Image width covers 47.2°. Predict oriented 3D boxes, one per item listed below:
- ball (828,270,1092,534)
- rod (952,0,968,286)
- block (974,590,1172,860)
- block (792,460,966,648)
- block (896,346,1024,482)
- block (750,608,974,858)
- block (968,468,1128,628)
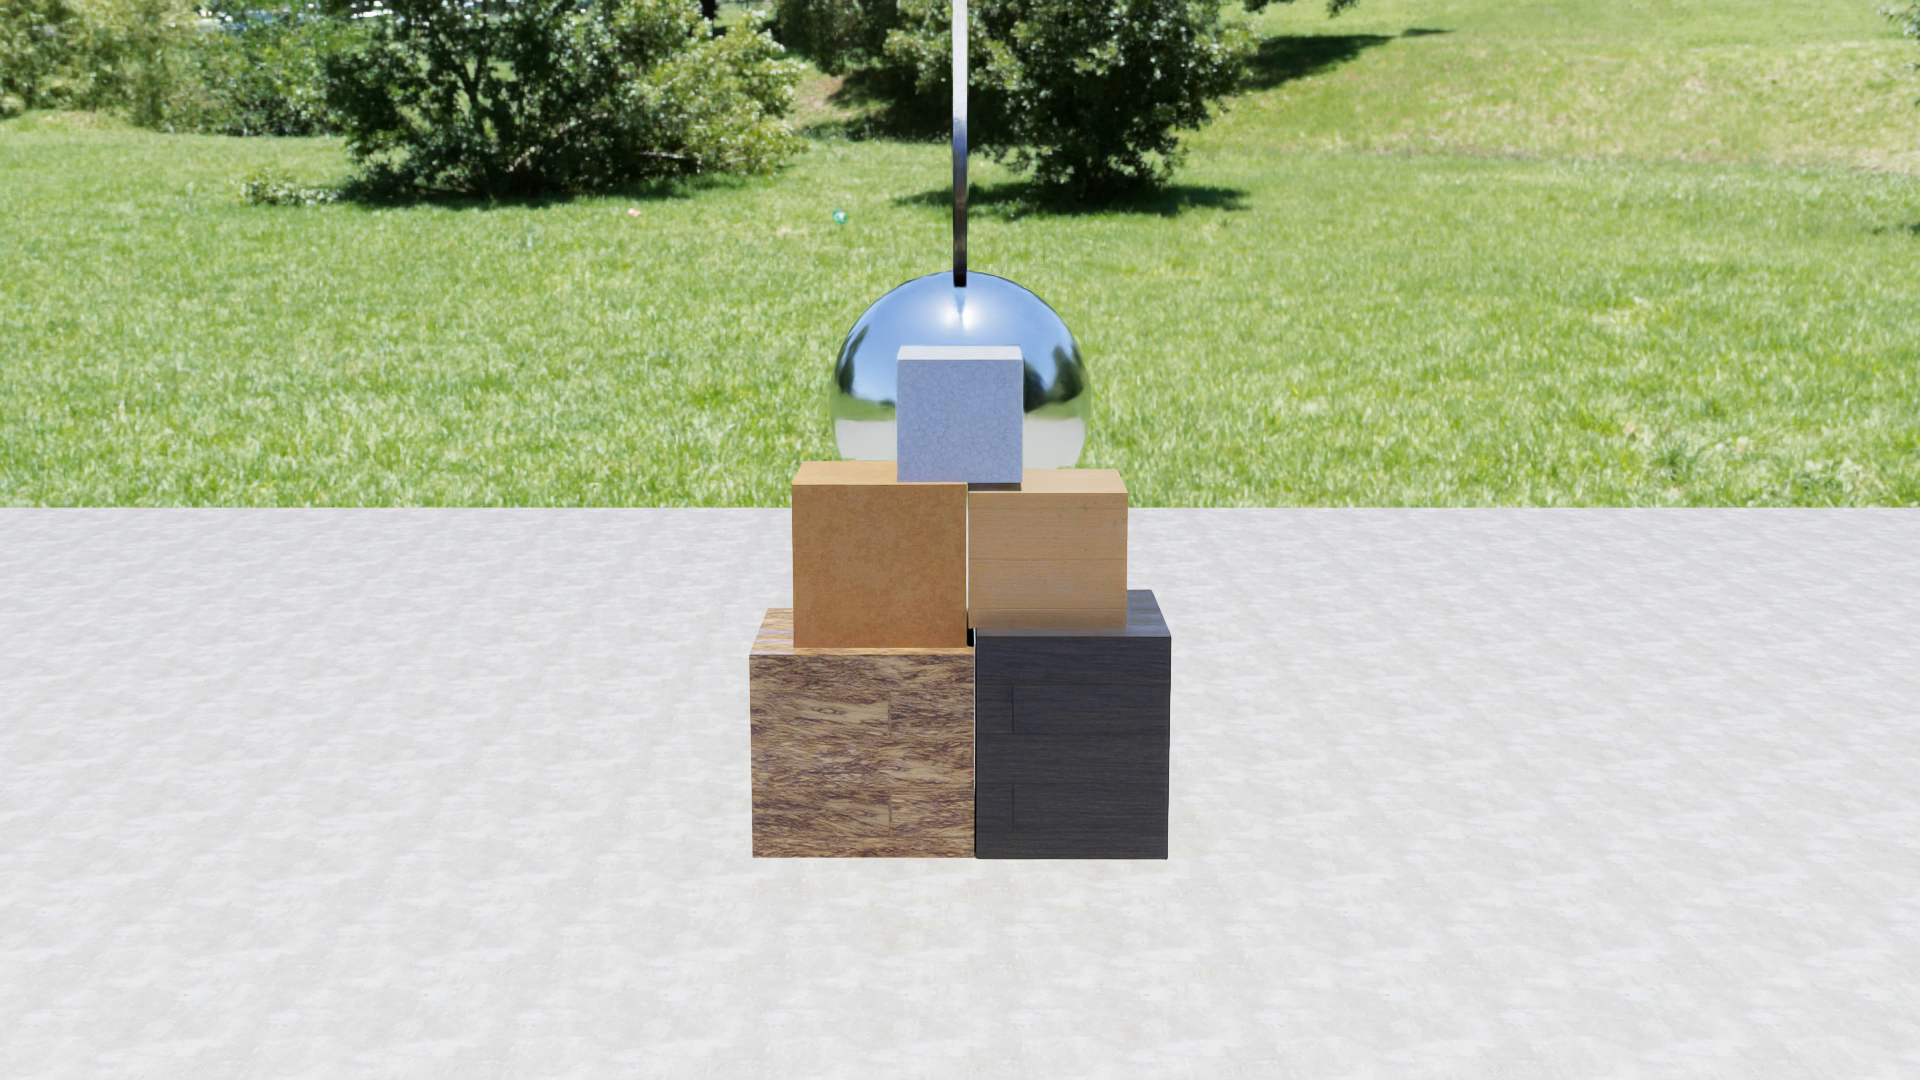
[{"bbox_3d":[0.000,-0.833,13.361,1.600,1.600,1.600,0,10,0],"label":"ball"},{"bbox_3d":[0.000,-3.692,11.520,0.080,5.200,0.080,0,33,0],"label":"rod"},{"bbox_3d":[0.554,0.922,11.331,0.947,1.131,1.135,0,10,0],"label":"block"},{"bbox_3d":[-0.394,0.060,11.172,0.853,0.816,0.796,0,10,0],"label":"block"},{"bbox_3d":[0.000,-0.642,11.058,0.612,0.605,0.704,0,10,0],"label":"block"},{"bbox_3d":[-0.479,0.970,11.339,1.099,1.035,1.082,0,10,0],"label":"block"},{"bbox_3d":[0.431,0.032,11.179,0.779,0.676,0.795,0,10,0],"label":"block"}]
